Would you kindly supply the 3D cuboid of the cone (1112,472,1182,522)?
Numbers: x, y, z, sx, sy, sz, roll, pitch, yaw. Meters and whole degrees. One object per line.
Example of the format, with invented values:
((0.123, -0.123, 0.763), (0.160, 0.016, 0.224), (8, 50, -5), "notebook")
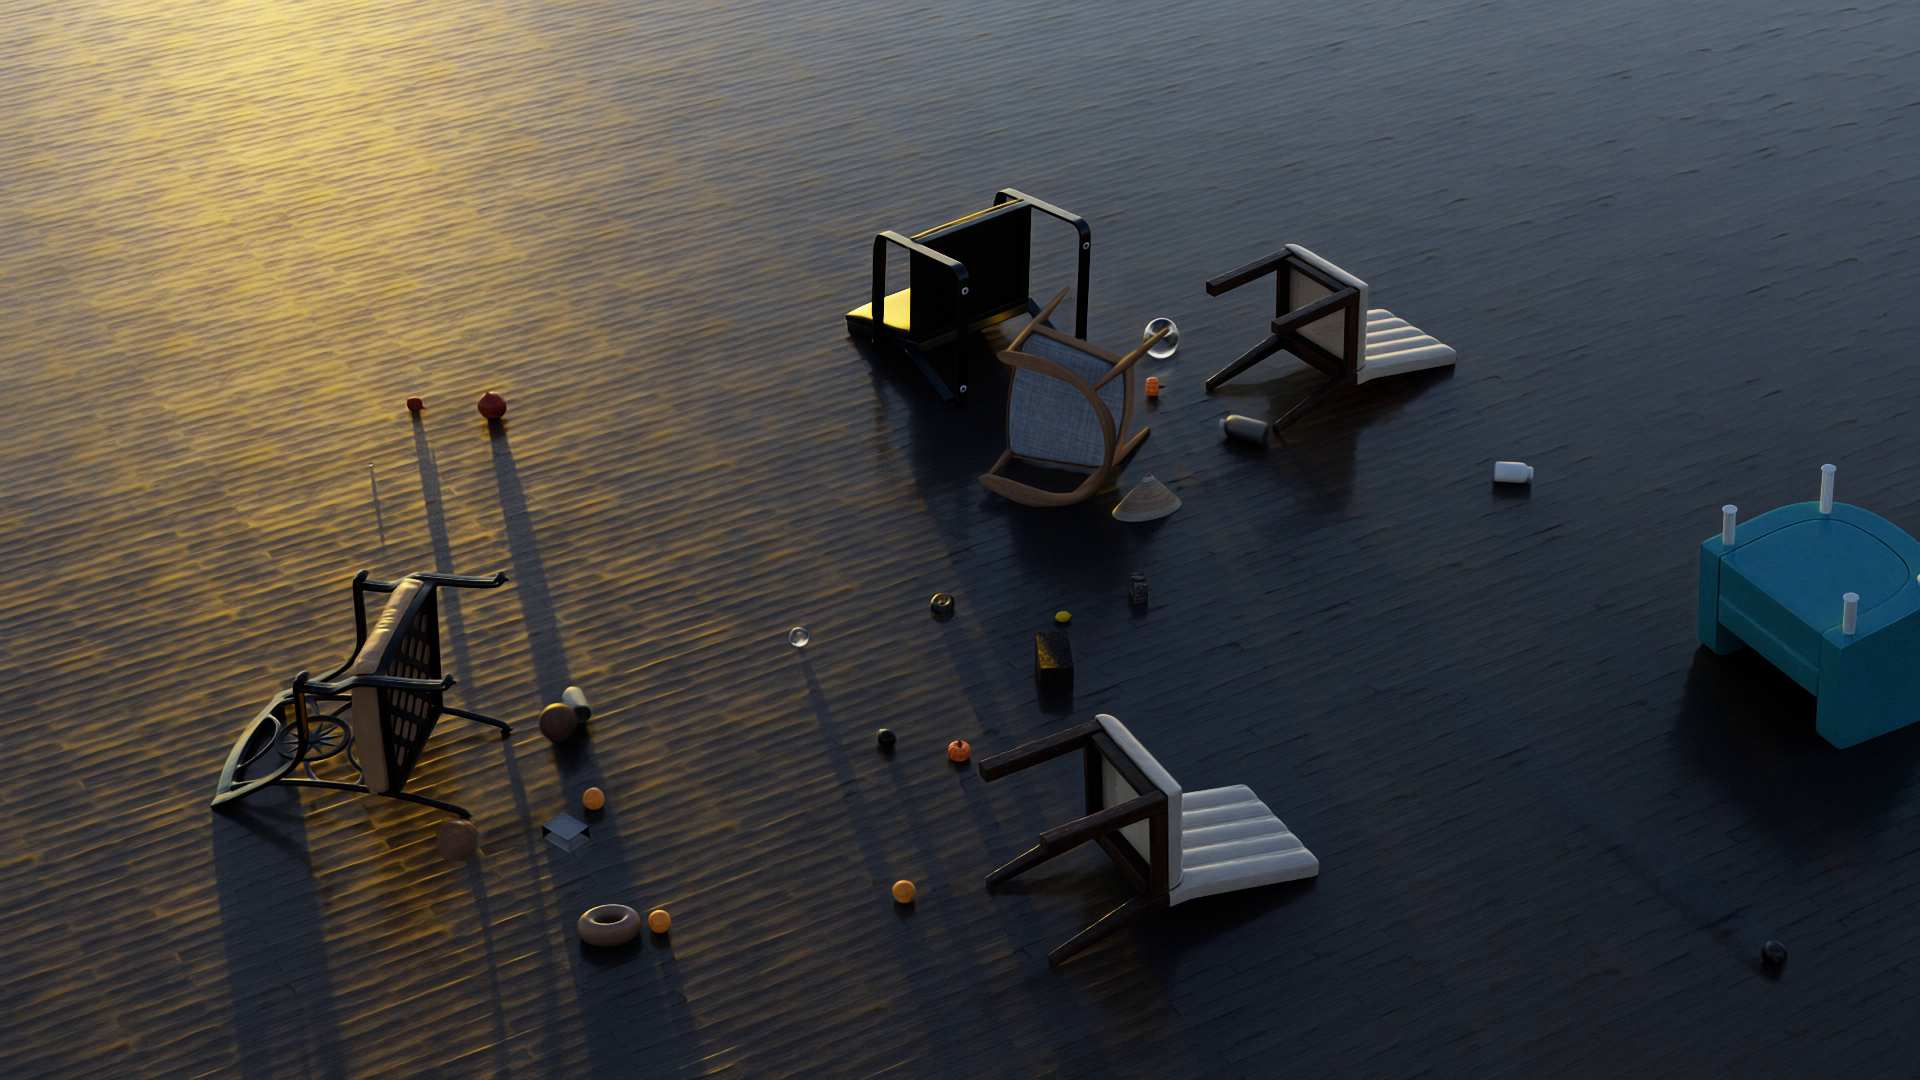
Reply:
((0.711, -0.189, 11.082), (0.290, 0.163, 0.161), (-15, 36, -21), "cone")

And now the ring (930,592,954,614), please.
((-0.063, 0.230, 10.566), (0.087, 0.033, 0.120), (3, 33, 7), "ring")

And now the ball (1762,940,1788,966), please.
((2.490, 1.263, 8.960), (0.075, 0.075, 0.075), (0, 33, 0), "ball")

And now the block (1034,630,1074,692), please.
((0.328, 0.422, 10.213), (0.113, 0.100, 0.218), (-2, 33, -3), "block")

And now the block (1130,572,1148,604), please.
((0.647, 0.174, 10.612), (0.047, 0.076, 0.086), (-6, 34, -9), "block")

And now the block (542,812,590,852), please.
((-1.272, 0.943, 9.467), (0.120, 0.051, 0.093), (24, 40, 32), "block")

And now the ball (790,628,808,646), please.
((-0.569, 0.343, 10.361), (0.070, 0.070, 0.070), (0, 33, 0), "ball")

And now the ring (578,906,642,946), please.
((-1.084, 1.192, 9.063), (0.199, 0.082, 0.140), (-6, 32, -10), "ring")

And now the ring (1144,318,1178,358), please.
((0.832, -0.834, 12.124), (0.144, 0.096, 0.242), (2, 32, 6), "ring")
